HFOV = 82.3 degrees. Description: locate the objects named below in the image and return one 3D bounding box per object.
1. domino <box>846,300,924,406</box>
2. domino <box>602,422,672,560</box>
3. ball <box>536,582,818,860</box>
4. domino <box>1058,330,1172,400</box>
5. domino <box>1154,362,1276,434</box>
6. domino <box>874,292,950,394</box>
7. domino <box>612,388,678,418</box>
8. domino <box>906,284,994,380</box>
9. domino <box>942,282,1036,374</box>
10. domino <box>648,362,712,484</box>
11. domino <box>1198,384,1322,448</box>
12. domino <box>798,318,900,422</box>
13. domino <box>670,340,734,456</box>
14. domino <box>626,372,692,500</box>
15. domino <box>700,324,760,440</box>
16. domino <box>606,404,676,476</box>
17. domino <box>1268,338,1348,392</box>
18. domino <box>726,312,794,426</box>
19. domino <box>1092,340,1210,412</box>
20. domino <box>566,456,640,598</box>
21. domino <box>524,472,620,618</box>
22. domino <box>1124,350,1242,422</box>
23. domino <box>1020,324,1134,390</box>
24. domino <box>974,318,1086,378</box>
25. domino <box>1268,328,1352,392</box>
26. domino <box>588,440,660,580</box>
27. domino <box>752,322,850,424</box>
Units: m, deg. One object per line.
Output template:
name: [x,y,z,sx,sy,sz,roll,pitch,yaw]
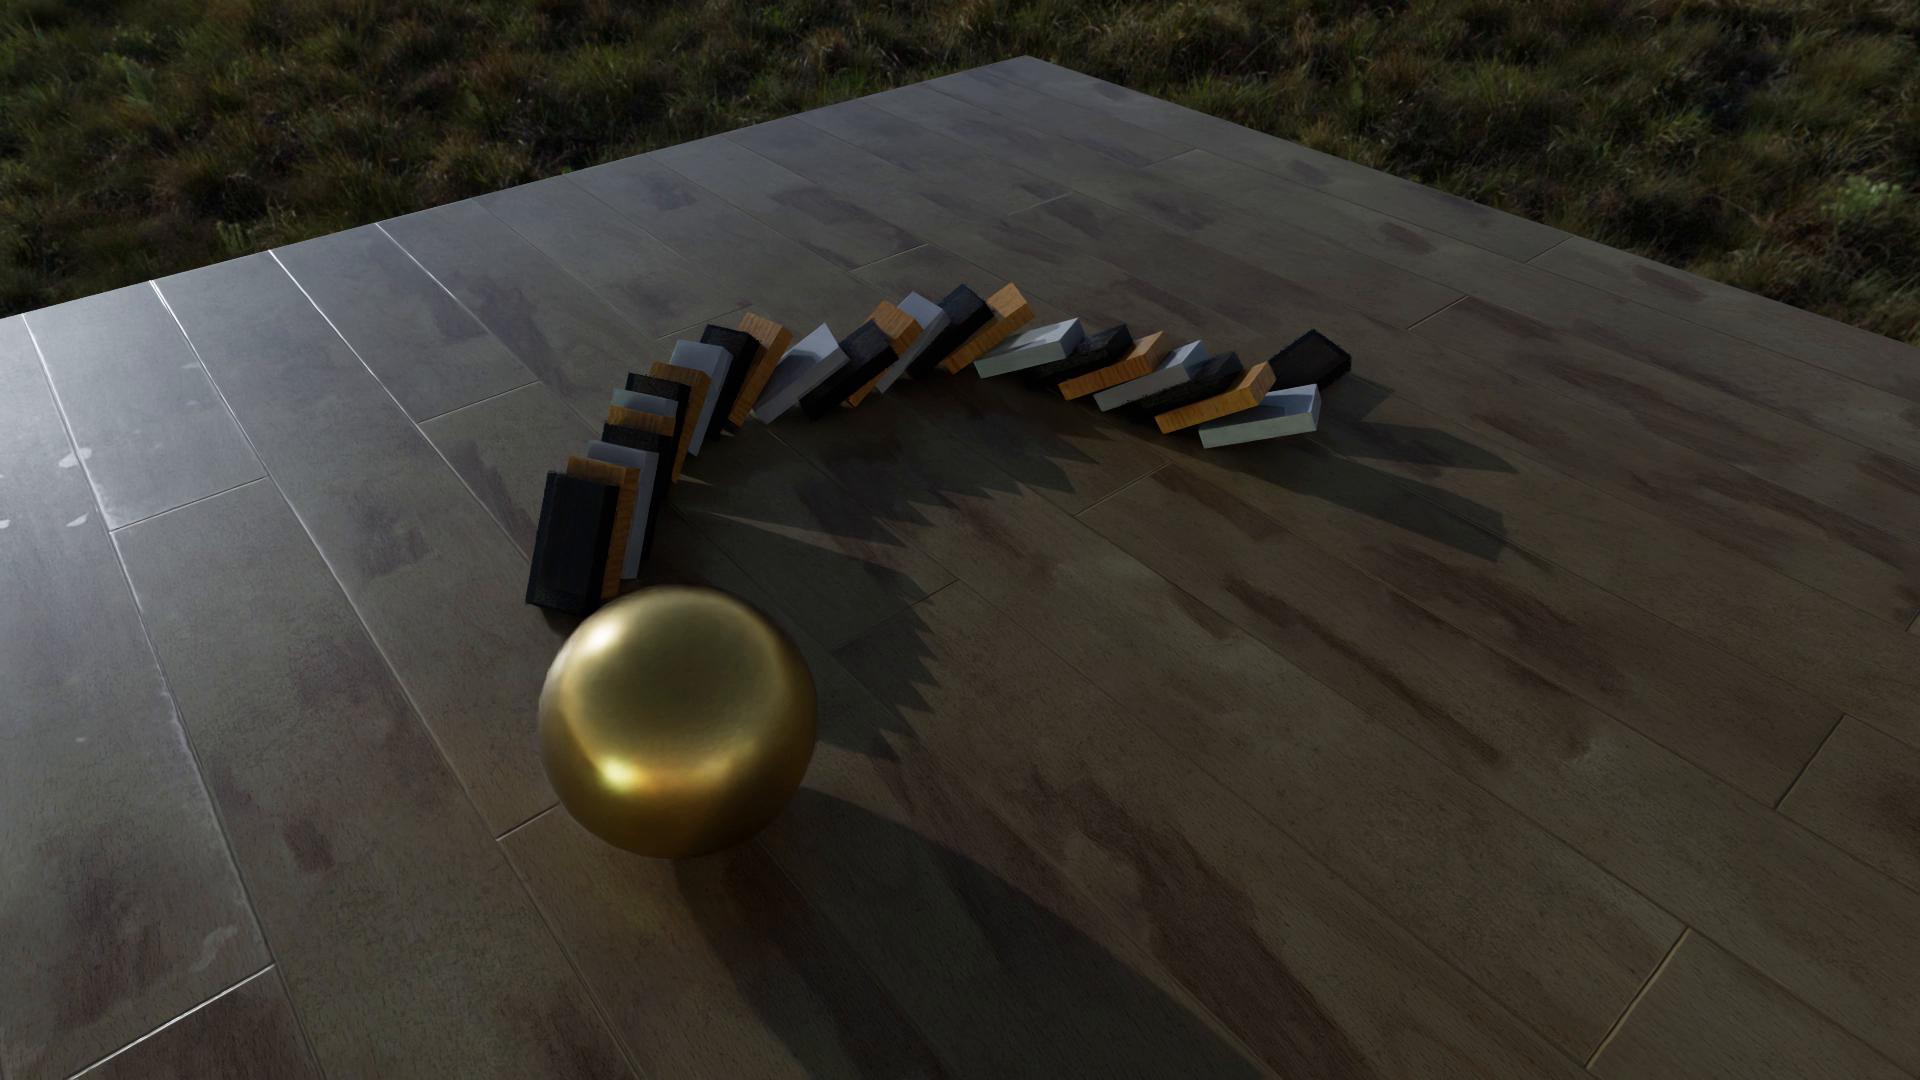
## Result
domino: [-0.044,-0.091,0.534,0.050,0.010,0.025,-49,53,-4]
domino: [-0.133,-0.019,0.439,0.025,0.050,0.010,13,4,15]
ball: [-0.082,0.052,0.324,0.080,0.080,0.080,0,39,0]
domino: [0.073,-0.083,0.524,0.050,0.010,0.025,-14,25,41]
domino: [0.116,-0.064,0.500,0.050,0.010,0.025,-15,23,44]
domino: [-0.031,-0.098,0.545,0.050,0.009,0.025,-47,53,-6]
domino: [-0.136,-0.036,0.459,0.025,0.050,0.010,13,3,15]
domino: [-0.010,-0.104,0.551,0.050,0.009,0.025,-40,45,0]
domino: [0.011,-0.107,0.553,0.050,0.009,0.025,-34,39,8]
domino: [-0.130,-0.052,0.485,0.025,0.009,0.050,13,78,15]
domino: [0.135,-0.056,0.496,0.050,0.010,0.025,-8,33,30]
domino: [-0.055,-0.081,0.521,0.050,0.009,0.025,-36,48,6]
domino: [-0.124,-0.065,0.498,0.025,0.010,0.050,13,78,23]
domino: [-0.133,-0.044,0.470,0.025,0.050,0.009,13,1,15]
domino: [-0.115,-0.073,0.509,0.025,0.009,0.050,17,80,26]
domino: [-0.134,-0.028,0.449,0.025,0.050,0.009,13,3,15]
domino: [0.167,-0.082,0.544,0.025,0.010,0.050,30,48,32]
domino: [-0.102,-0.081,0.518,0.025,0.010,0.050,27,85,33]
domino: [0.089,-0.077,0.515,0.050,0.010,0.025,-16,23,43]
domino: [-0.140,-0.005,0.421,0.025,0.050,0.009,12,4,15]
domino: [-0.145,0.002,0.413,0.025,0.050,0.009,12,4,15]
domino: [0.103,-0.071,0.508,0.050,0.009,0.025,-15,23,43]
domino: [0.056,-0.088,0.532,0.050,0.009,0.025,-11,27,40]
domino: [0.034,-0.094,0.541,0.050,0.009,0.025,-8,30,36]
domino: [0.157,-0.077,0.520,0.050,0.009,0.025,-35,54,-6]
domino: [-0.135,-0.012,0.430,0.025,0.050,0.010,12,4,15]
domino: [-0.078,-0.079,0.520,0.050,0.010,0.025,-36,43,6]
